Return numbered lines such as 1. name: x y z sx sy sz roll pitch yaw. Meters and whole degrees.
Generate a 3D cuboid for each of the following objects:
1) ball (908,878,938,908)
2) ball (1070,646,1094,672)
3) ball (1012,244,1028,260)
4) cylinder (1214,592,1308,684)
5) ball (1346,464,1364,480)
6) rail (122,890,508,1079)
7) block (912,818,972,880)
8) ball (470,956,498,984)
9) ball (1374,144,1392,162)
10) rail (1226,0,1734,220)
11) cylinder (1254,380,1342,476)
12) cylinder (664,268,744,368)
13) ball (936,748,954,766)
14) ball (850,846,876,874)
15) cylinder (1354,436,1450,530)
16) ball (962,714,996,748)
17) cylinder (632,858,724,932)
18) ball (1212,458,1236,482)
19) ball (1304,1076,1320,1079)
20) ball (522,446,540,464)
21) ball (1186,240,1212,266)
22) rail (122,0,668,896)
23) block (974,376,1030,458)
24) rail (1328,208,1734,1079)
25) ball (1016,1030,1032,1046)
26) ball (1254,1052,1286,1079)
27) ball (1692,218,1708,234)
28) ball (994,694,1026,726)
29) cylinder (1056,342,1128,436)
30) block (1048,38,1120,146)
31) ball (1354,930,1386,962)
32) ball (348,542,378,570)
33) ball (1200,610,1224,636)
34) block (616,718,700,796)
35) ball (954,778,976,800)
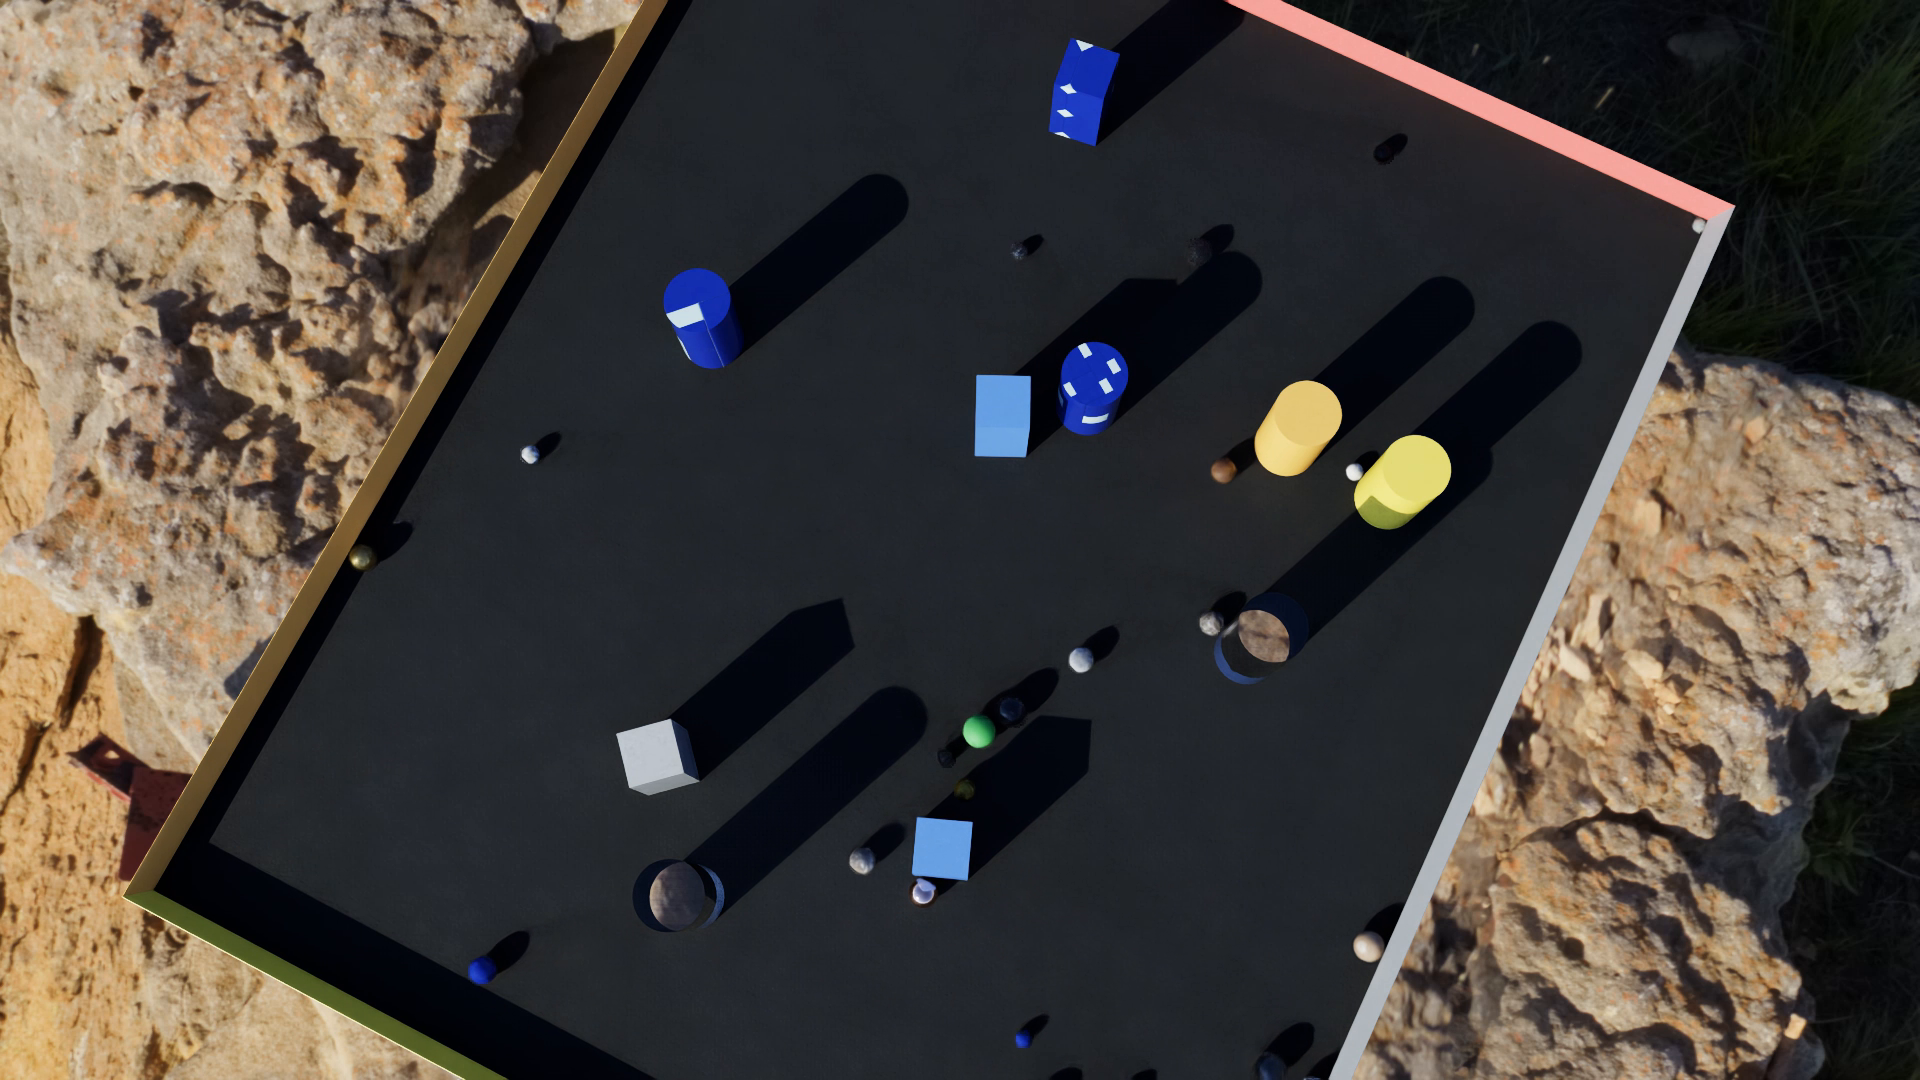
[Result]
1. ball: -0.107 1.032 5.359 0.087 0.087 0.087 0 78 0
2. ball: 0.366 0.360 5.503 0.077 0.077 0.077 0 78 0
3. ball: 0.188 -0.908 5.780 0.049 0.049 0.049 0 78 0
4. cylinder: 0.867 0.290 5.308 0.197 0.487 0.197 0 78 0
5. ball: 1.214 -0.209 5.632 0.054 0.054 0.054 0 78 0
6. rail: -0.894 1.758 5.186 3.373 0.128 0.045 26 80 5
7. block: -0.050 0.895 5.300 0.158 0.258 0.158 5 78 1
8. ball: -1.383 1.248 5.318 0.079 0.079 0.079 0 78 0
9. ball: 1.347 -1.232 5.842 0.059 0.059 0.059 0 78 0
10. rail: 0.894 -1.745 5.911 3.373 0.128 0.045 26 80 5
11. cylinder: 1.010 -0.330 5.498 0.197 0.366 0.197 0 78 0
12. cylinder: -0.774 -0.668 5.569 0.197 0.365 0.197 0 78 0
13. ball: -0.044 0.647 5.457 0.050 0.050 0.050 0 78 0
14. ball: -0.285 0.941 5.382 0.077 0.077 0.077 0 78 0
15. cylinder: 1.313 -0.167 5.456 0.197 0.383 0.197 0 78 0
16. ball: 0.057 0.568 5.449 0.099 0.099 0.099 0 78 0
17. cylinder: -0.792 1.010 5.191 0.197 0.425 0.197 0 78 0
18. ball: 0.810 -0.214 5.621 0.078 0.078 0.078 0 78 0
19. ball: 1.010 1.573 5.255 0.070 0.070 0.070 0 78 0
20. ball: -1.321 -0.264 5.643 0.055 0.055 0.055 0 78 0
21. ball: 0.749 -0.904 5.762 0.081 0.081 0.081 0 78 0
22. rail: -1.487 -0.721 5.699 0.045 0.128 4.047 26 80 5
23. block: 0.126 -0.370 5.519 0.158 0.340 0.158 1 78 0
24. rail: 1.487 0.735 5.398 0.045 0.128 4.047 26 80 5
25. ball: 0.183 1.439 5.295 0.047 0.047 0.047 0 78 0
26. ball: 0.890 1.517 5.256 0.091 0.091 0.091 0 78 0
27. ball: 2.343 -0.995 5.797 0.051 0.051 0.051 0 78 0
28. ball: 0.151 0.508 5.463 0.095 0.095 0.095 0 78 0
29. cylinder: 0.396 -0.454 5.543 0.197 0.328 0.197 0 78 0
30. block: 0.386 -1.395 5.729 0.158 0.345 0.158 19 79 4
31. ball: 1.189 1.181 5.326 0.090 0.090 0.090 0 78 0
32. ball: -1.811 0.049 5.563 0.084 0.084 0.084 0 78 0
33. ball: 0.760 0.250 5.527 0.075 0.075 0.075 0 78 0
34. block: -0.872 0.633 5.319 0.158 0.326 0.158 -15 79 -3
35. ball: 0.016 0.739 5.431 0.065 0.065 0.065 0 78 0
